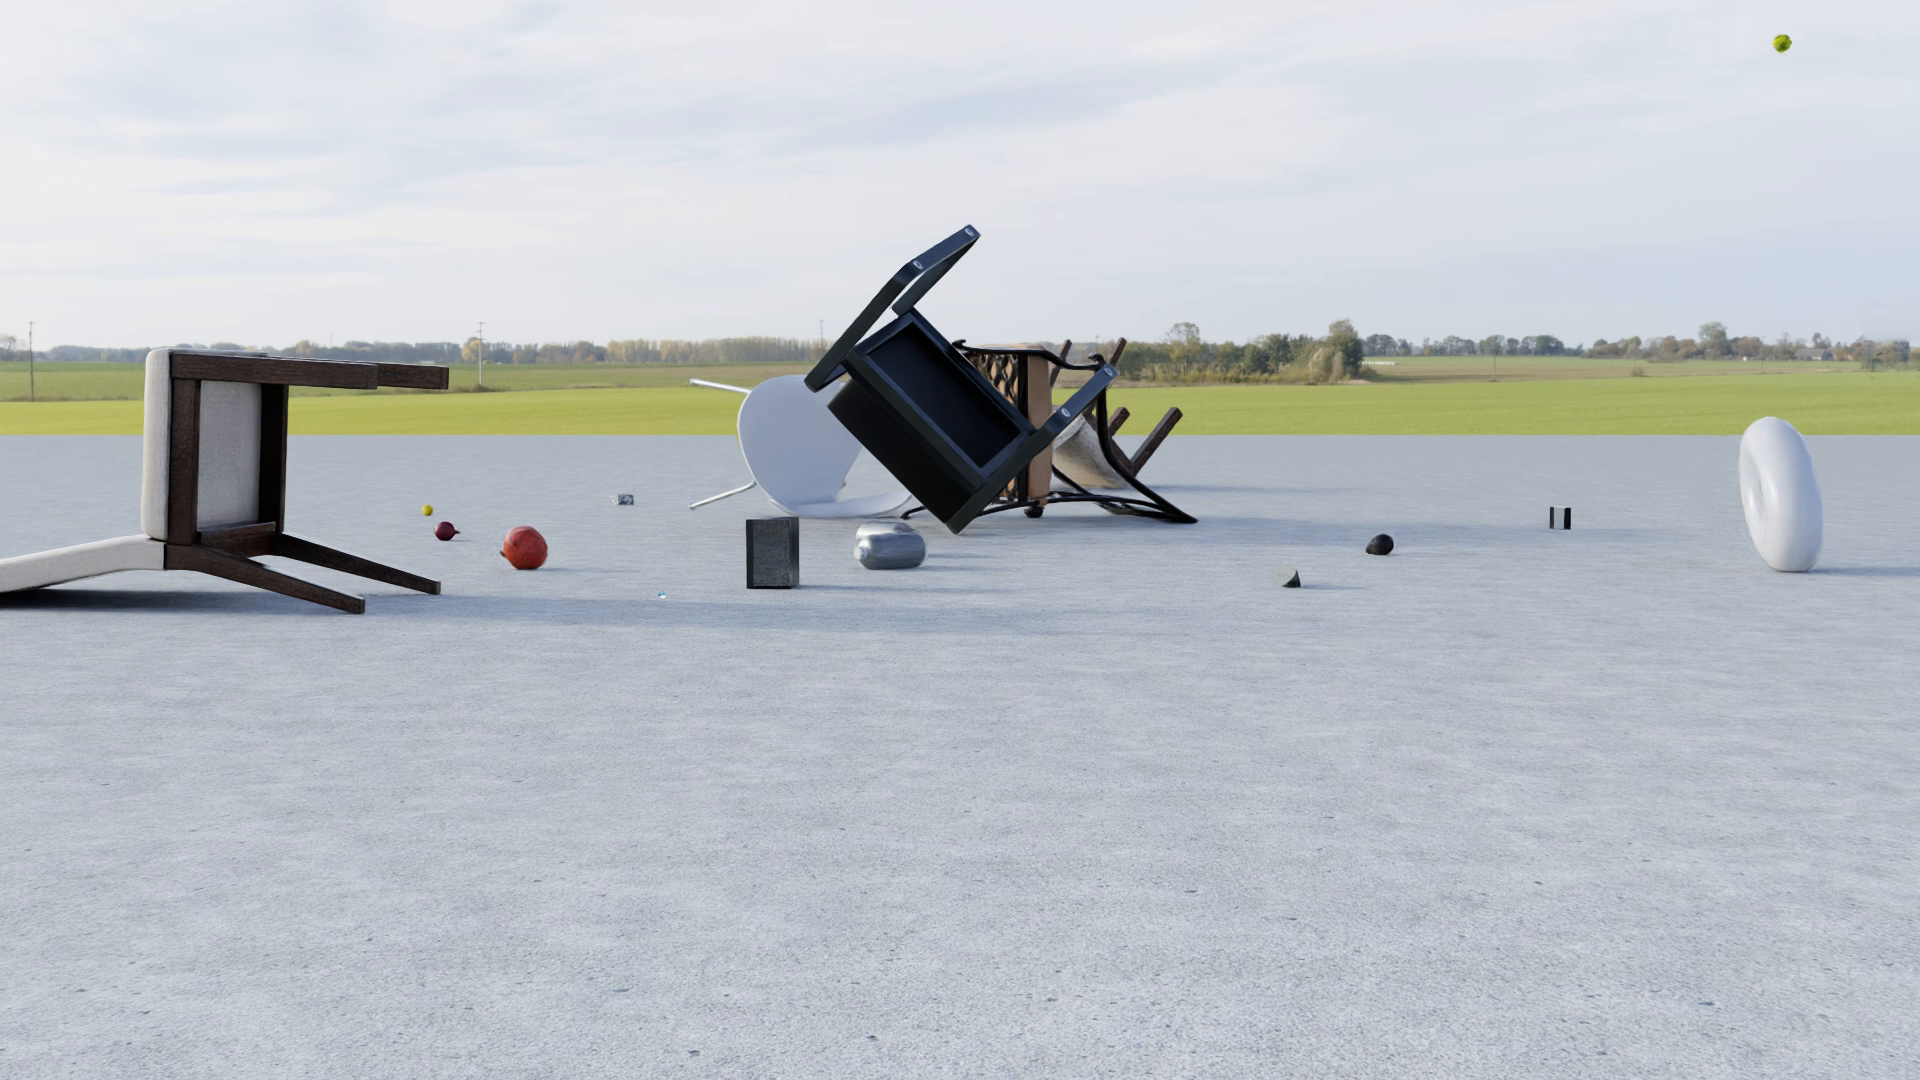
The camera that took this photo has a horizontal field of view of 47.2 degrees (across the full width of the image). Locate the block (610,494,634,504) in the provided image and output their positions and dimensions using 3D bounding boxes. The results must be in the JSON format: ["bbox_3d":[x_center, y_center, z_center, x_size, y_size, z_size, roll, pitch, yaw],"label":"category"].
[{"bbox_3d":[-1.317,-0.158,8.569,0.065,0.039,0.072,-2,5,-32],"label":"block"}]

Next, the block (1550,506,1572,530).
[{"bbox_3d":[1.924,-0.070,7.049,0.037,0.071,0.067,-1,4,-15],"label":"block"}]

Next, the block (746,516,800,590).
[{"bbox_3d":[-0.425,0.028,4.993,0.098,0.157,0.118,0,4,7],"label":"block"}]

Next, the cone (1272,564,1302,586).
[{"bbox_3d":[0.759,0.092,5.014,0.049,0.060,0.142,32,-5,-9],"label":"cone"}]

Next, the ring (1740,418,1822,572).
[{"bbox_3d":[2.040,-0.113,5.474,0.129,0.312,0.448,-4,47,7],"label":"ring"}]
